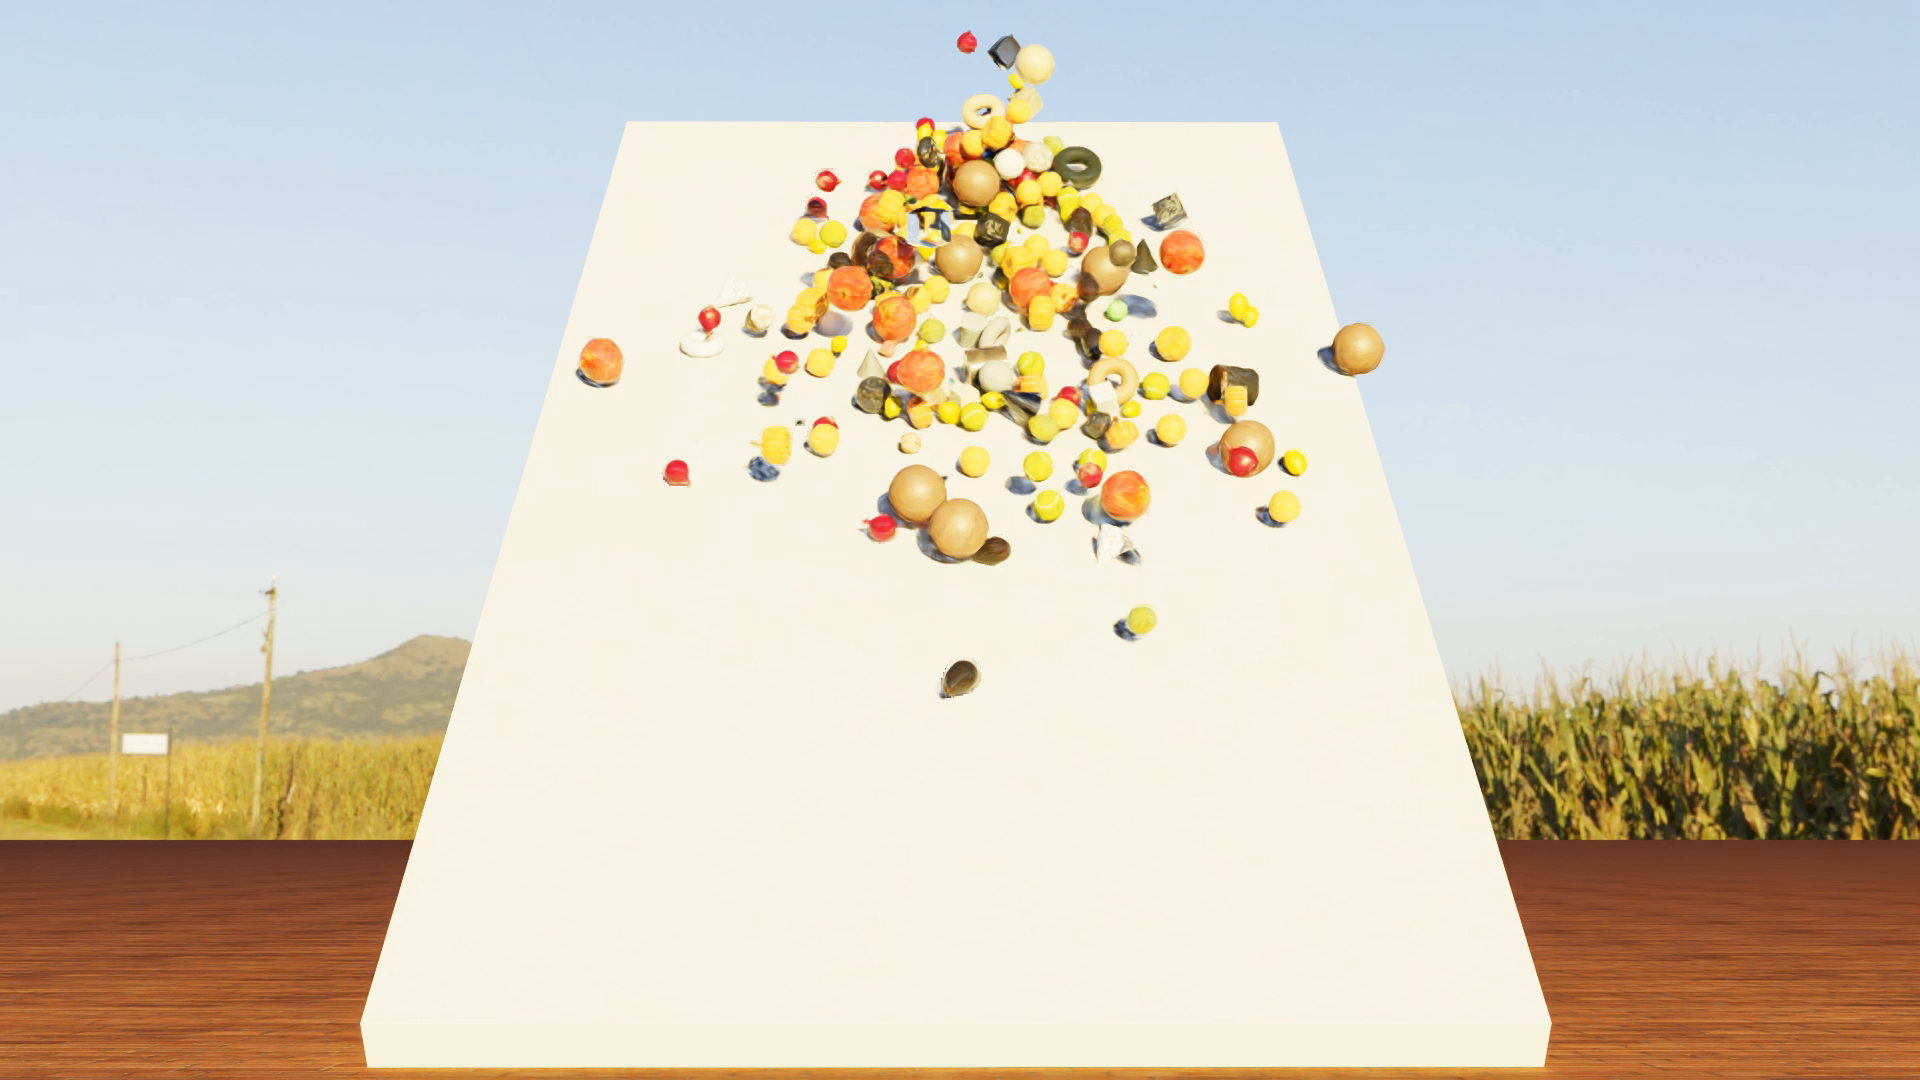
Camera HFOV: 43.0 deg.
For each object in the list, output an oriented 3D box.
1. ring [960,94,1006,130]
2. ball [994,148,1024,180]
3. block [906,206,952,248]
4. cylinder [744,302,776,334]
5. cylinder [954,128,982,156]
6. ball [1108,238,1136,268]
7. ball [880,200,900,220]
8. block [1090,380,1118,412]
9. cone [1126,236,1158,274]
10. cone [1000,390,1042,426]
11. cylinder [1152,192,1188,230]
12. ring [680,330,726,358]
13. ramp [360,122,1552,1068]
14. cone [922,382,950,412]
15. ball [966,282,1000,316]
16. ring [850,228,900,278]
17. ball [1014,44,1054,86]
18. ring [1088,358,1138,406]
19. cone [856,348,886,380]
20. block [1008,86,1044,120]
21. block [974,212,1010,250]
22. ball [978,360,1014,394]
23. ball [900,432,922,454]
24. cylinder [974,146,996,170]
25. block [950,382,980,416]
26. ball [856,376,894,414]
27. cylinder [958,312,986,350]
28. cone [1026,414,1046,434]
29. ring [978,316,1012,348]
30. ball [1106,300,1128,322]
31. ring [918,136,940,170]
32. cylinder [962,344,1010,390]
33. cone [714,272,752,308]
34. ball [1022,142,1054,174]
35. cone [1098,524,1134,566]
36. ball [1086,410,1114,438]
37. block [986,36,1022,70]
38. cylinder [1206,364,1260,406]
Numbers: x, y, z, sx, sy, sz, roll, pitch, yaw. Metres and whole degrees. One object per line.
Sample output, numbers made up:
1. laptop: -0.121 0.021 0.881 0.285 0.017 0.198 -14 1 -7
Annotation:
1. ring: 0.065 -1.190 6.784 0.126 0.126 0.042 0 -35 1
2. ball: 0.137 -1.049 6.816 0.087 0.087 0.087 0 -7 0
3. block: -0.080 -0.799 6.236 0.083 0.083 0.083 4 -7 -35
4. cylinder: -0.509 -0.563 6.197 0.062 0.062 0.062 4 -25 -28
5. cylinder: 0.022 -1.136 6.971 0.060 0.060 0.060 -30 -2 -10
6. ball: 0.395 -0.699 5.949 0.070 0.070 0.070 0 -7 0
7. ball: -0.197 -0.927 6.867 0.055 0.055 0.055 0 -7 0
8. block: 0.345 -0.340 5.841 0.052 0.052 0.052 -19 -31 -2
9. cone: 0.493 -0.780 6.600 0.090 0.090 0.090 0 32 0
10. cone: 0.130 -0.336 5.836 0.094 0.094 0.094 31 -24 -33
11. cylinder: 0.583 -0.916 6.790 0.078 0.078 0.078 -25 -11 8
12. ring: -0.652 -0.499 6.185 0.116 0.039 0.116 -1 31 0
13. ramp: -0.015 -0.194 5.826 2.000 0.100 4.000 0 32 0
14. cone: -0.044 -0.345 5.944 0.072 0.072 0.072 -6 -8 41
15. ball: 0.061 -0.627 6.347 0.088 0.088 0.088 0 -7 0
16. ring: -0.226 -0.764 6.519 0.135 0.135 0.045 1 5 -6
17. ball: 0.154 -0.982 5.041 0.084 0.084 0.084 0 -7 0
18. ring: 0.372 -0.384 5.922 0.127 0.127 0.042 -1 -15 8
19. cone: -0.222 -0.447 6.070 0.074 0.074 0.074 0 32 0
20. block: 0.191 -1.272 7.098 0.065 0.065 0.065 26 -28 40
21. block: 0.086 -0.835 6.601 0.066 0.066 0.066 26 -30 -28
22. ball: 0.086 -0.395 5.914 0.085 0.085 0.085 0 -7 0
23. ball: -0.116 -0.227 5.736 0.050 0.050 0.050 0 -7 0
24. cylinder: 0.077 -1.119 7.145 0.052 0.052 0.052 5 26 -35
25. block: 0.010 -0.341 5.920 0.052 0.052 0.052 -20 37 -30
26. ball: -0.207 -0.352 5.899 0.091 0.091 0.091 0 -7 0
27. cylinder: 0.032 -0.531 6.197 0.066 0.066 0.066 1 -39 -5
28. cone: 0.193 -0.270 5.827 0.054 0.054 0.054 -4 -15 32
29. ring: 0.087 -0.507 6.129 0.040 0.120 0.120 28 3 19
30. ball: 0.408 -0.595 6.334 0.054 0.054 0.054 0 -7 0
31. ring: -0.083 -1.028 6.478 0.029 0.087 0.087 -5 -9 31
32. cylinder: 0.065 -0.424 6.003 0.099 0.099 0.099 -9 -6 -8
33. cone: -0.612 -0.637 6.405 0.096 0.096 0.096 -42 2 -12
34. ball: 0.217 -1.078 6.878 0.092 0.092 0.092 0 -7 0
35. cone: 0.321 0.026 5.338 0.087 0.087 0.087 28 -24 13
36. ball: 0.331 -0.274 5.799 0.066 0.066 0.066 0 -7 0
37. block: 0.130 -1.371 6.860 0.067 0.067 0.067 51 -11 -21
38. cylinder: 0.661 -0.374 5.908 0.094 0.094 0.094 6 -9 -25
